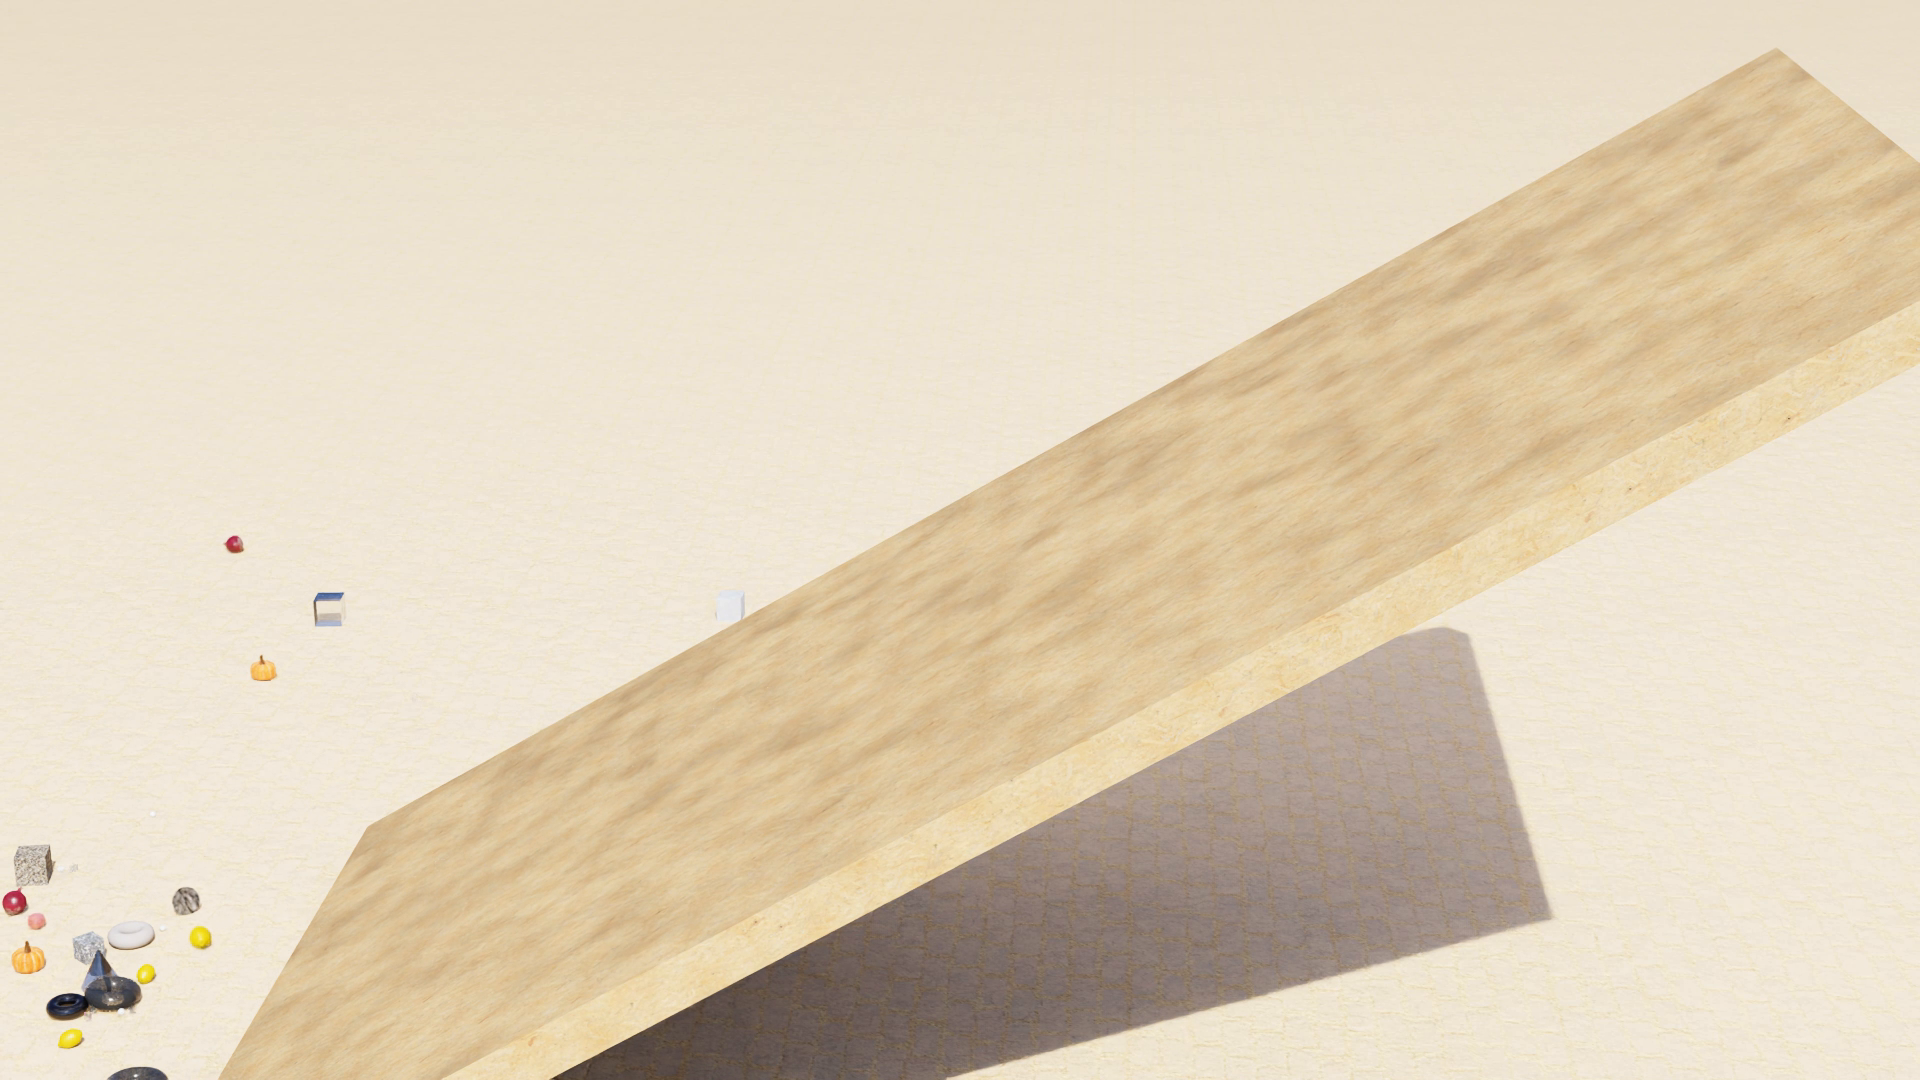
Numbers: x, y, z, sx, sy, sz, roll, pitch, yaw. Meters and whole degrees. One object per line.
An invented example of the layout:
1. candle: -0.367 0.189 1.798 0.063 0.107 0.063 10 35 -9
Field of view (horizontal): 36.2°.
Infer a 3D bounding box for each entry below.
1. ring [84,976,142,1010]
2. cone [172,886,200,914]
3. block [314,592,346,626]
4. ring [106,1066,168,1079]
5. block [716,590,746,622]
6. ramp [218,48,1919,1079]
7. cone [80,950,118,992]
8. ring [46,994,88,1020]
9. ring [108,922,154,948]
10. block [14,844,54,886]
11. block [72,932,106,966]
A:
1. ring: -1.989 1.064 6.904 0.131 0.044 0.131 5 16 -1
2. cone: -1.950 0.908 7.382 0.069 0.069 0.069 -11 -5 -29
3. block: -1.994 0.220 9.304 0.085 0.085 0.085 0 19 -1
4. ring: -1.817 1.208 6.484 0.147 0.049 0.147 0 18 0
5. block: -0.728 0.210 9.345 0.077 0.077 0.077 2 19 6
6. ramp: 0.142 0.168 6.287 4.000 0.100 2.000 -29 15 12
7. cone: -2.041 1.012 6.980 0.097 0.097 0.097 0 19 0
8. ring: -2.082 1.088 6.858 0.098 0.033 0.098 1 20 0
9. ring: -2.030 0.967 7.202 0.112 0.037 0.112 0 18 0
10. block: -2.372 0.833 7.528 0.079 0.079 0.079 -2 19 -7
11. block: -2.107 0.988 7.116 0.054 0.054 0.054 18 26 42
